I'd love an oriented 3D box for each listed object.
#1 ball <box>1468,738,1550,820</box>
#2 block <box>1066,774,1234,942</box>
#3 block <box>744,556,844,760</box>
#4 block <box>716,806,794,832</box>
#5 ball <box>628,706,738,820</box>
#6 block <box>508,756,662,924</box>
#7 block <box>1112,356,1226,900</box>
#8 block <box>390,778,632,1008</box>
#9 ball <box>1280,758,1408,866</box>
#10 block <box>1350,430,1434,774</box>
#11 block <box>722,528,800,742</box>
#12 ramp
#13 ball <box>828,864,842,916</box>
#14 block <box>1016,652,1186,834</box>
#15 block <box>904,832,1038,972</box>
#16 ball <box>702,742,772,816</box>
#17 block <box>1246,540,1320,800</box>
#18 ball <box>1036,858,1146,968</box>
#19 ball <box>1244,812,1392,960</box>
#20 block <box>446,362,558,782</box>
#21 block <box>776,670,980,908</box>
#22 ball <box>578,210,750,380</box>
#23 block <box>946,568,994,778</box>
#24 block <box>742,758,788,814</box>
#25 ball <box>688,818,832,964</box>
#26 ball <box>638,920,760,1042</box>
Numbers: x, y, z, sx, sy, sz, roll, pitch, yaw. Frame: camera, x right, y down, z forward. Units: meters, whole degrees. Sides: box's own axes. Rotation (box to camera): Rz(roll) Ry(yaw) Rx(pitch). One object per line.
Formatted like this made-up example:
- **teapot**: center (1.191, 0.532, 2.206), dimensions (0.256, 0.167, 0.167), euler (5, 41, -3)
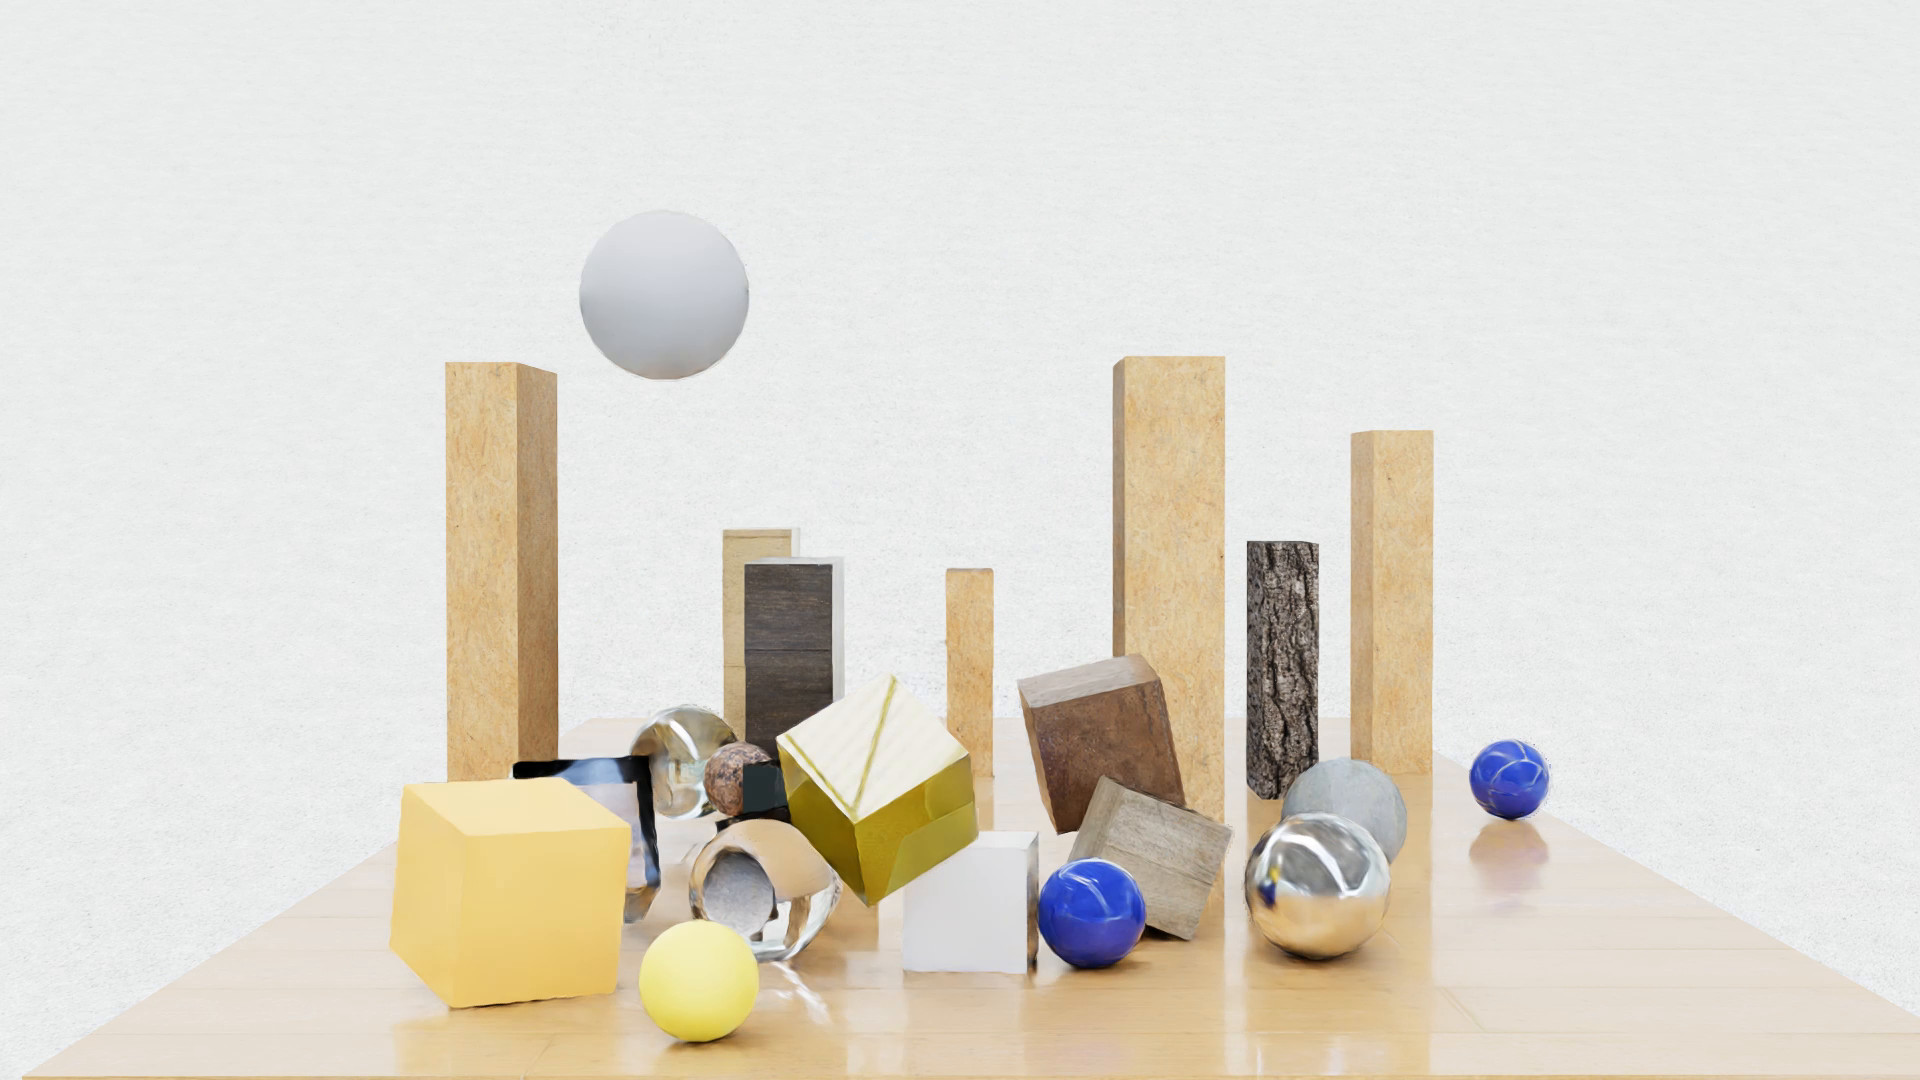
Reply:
- **ball**: center (0.973, 0.423, 4.569), dimensions (0.141, 0.141, 0.141), euler (0, 27, 0)
- **block**: center (0.244, 0.417, 3.407), dimensions (0.154, 0.154, 0.154), euler (22, -2, -9)
- **block**: center (-0.276, 0.266, 4.371), dimensions (0.141, 0.465, 0.427), euler (0, 1, 0)
- **block**: center (-0.271, 0.442, 3.686), dimensions (0.112, 0.112, 0.112), euler (-13, -4, 8)
- **ball**: center (-0.451, 0.365, 4.235), dimensions (0.188, 0.188, 0.188), euler (0, 27, 0)
- **block**: center (-0.501, 0.400, 3.393), dimensions (0.176, 0.176, 0.176), euler (-2, 67, -17)
- **block**: center (0.305, 0.123, 3.811), dimensions (0.142, 0.773, 0.290), euler (0, 1, 0)
- **block**: center (-0.527, 0.407, 3.016), dimensions (0.201, 0.201, 0.201), euler (0, 12, -33)
- **ball**: center (0.551, 0.403, 3.699), dimensions (0.180, 0.180, 0.180), euler (0, 27, 0)
- **block**: center (0.906, 0.124, 5.433), dimensions (0.123, 0.704, 0.305), euler (0, 1, 0)
- **block**: center (-0.391, 0.230, 5.112), dimensions (0.133, 0.507, 0.274), euler (0, 1, 0)
- **ramp**: center (0.060, 0.544, 4.580), dimensions (2.000, 0.100, 4.000), euler (0, 1, 0)
- **ball**: center (-0.217, 0.457, 3.430), dimensions (0.122, 0.122, 0.122), euler (0, 27, 0)
- **block**: center (0.193, 0.278, 3.562), dimensions (0.180, 0.180, 0.180), euler (-13, 10, -3)
- **block**: center (0.015, 0.447, 3.205), dimensions (0.151, 0.151, 0.151), euler (0, 1, 7)
- **ball**: center (-0.349, 0.381, 4.100), dimensions (0.119, 0.119, 0.119), euler (0, 27, 0)
- **block**: center (0.621, 0.245, 4.986), dimensions (0.106, 0.482, 0.271), euler (0, 1, 0)
- **ball**: center (0.161, 0.457, 3.160), dimensions (0.134, 0.134, 0.134), euler (0, 27, 0)
- **ball**: center (0.445, 0.430, 3.216), dimensions (0.183, 0.183, 0.183), euler (0, 27, 0)
- **block**: center (-0.733, 0.113, 4.155), dimensions (0.109, 0.780, 0.403), euler (0, 1, 0)
- **block**: center (-0.098, 0.298, 3.096), dimensions (0.165, 0.165, 0.165), euler (-30, 51, -21)
- **ball**: center (-0.327, -0.271, 2.857), dimensions (0.188, 0.188, 0.188), euler (0, 27, 0)
- **block**: center (0.020, 0.270, 5.354), dimensions (0.097, 0.416, 0.288), euler (0, 1, 0)
- **block**: center (-0.232, 0.426, 4.032), dimensions (0.154, 0.154, 0.154), euler (2, 2, 31)
- **ball**: center (-0.246, 0.434, 3.191), dimensions (0.178, 0.178, 0.178), euler (0, 27, 0)
- **ball**: center (-0.277, 0.469, 2.742), dimensions (0.128, 0.128, 0.128), euler (0, 27, 0)
